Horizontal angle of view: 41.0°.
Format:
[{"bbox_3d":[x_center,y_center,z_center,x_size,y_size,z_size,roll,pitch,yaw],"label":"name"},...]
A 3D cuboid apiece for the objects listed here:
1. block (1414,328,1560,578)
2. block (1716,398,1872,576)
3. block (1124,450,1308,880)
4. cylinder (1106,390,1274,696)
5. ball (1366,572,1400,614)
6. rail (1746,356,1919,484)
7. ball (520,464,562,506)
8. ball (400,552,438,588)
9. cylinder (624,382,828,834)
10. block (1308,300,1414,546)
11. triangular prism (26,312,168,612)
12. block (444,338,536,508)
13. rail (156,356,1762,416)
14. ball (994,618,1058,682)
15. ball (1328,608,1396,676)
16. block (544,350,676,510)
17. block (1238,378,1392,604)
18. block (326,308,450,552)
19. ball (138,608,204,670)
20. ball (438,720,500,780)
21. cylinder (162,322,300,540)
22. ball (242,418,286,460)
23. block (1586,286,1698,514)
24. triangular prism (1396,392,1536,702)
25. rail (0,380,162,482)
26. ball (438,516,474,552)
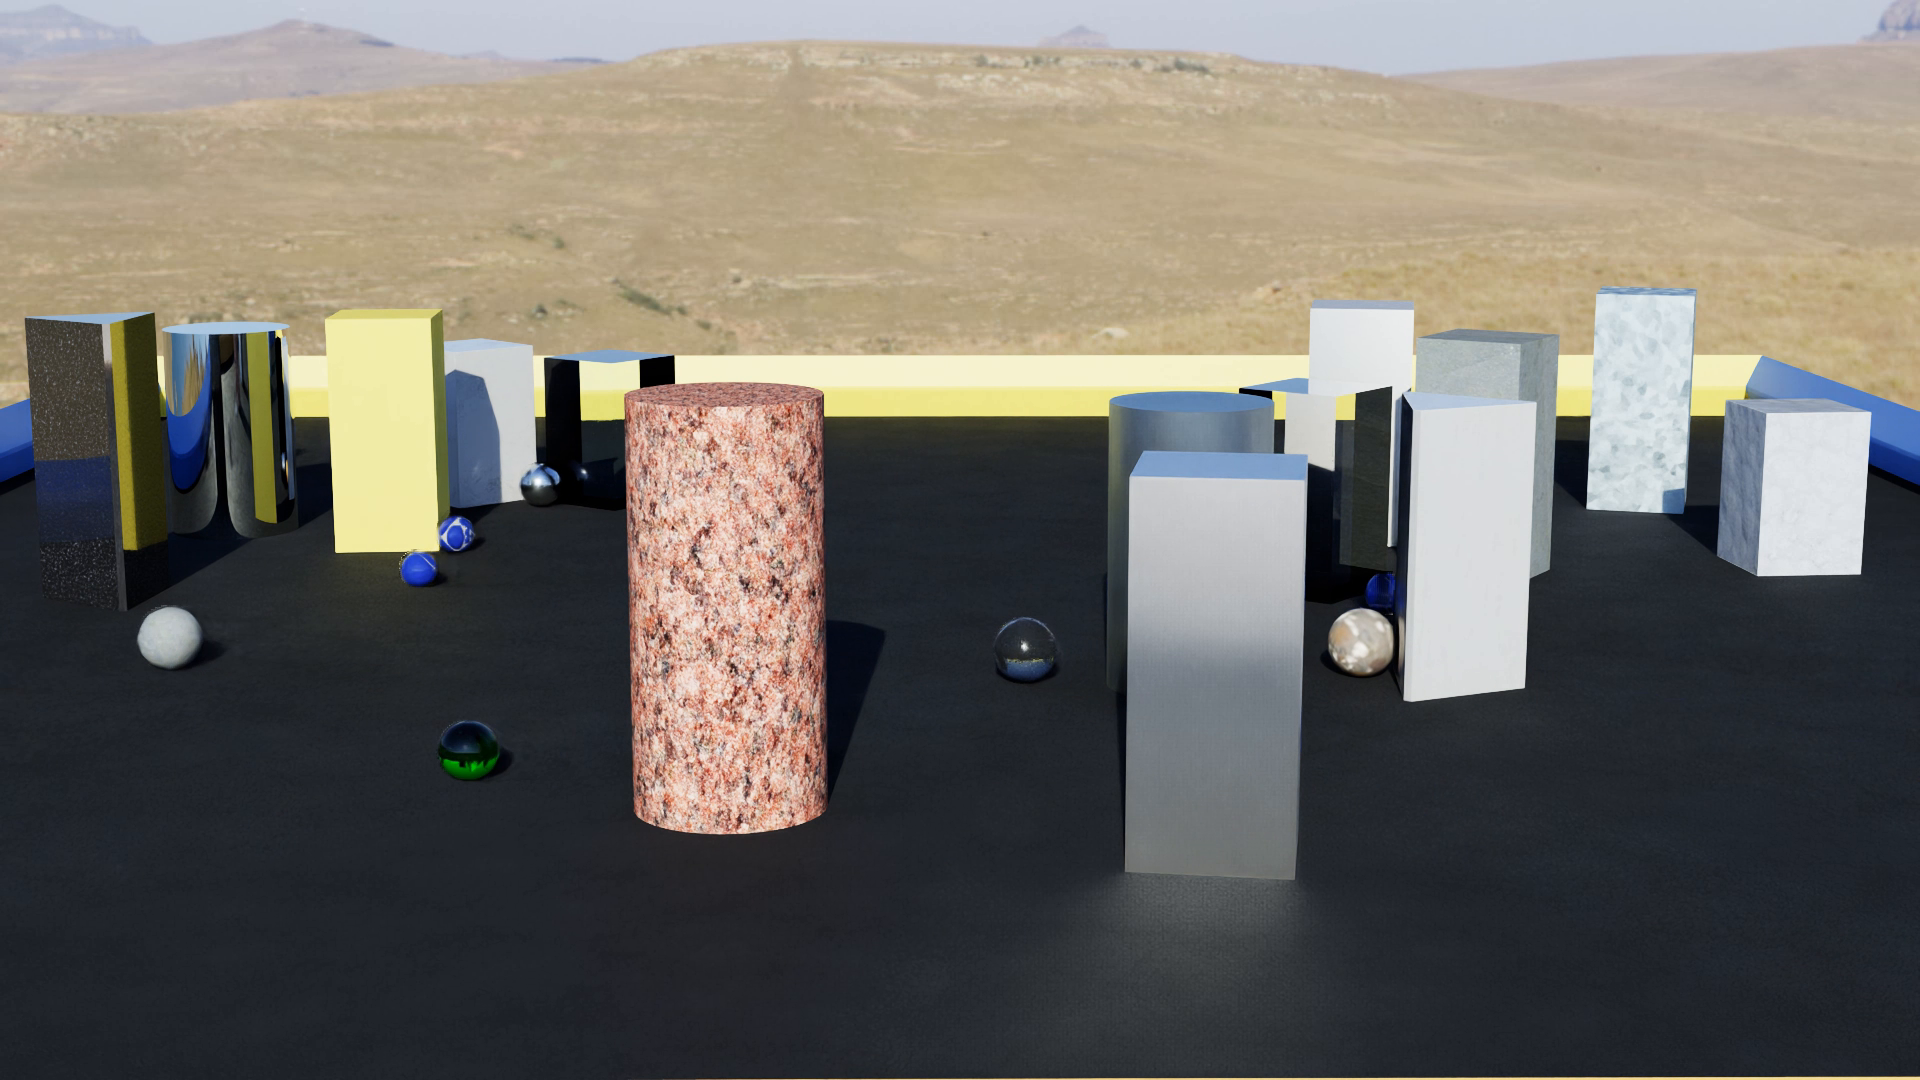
[{"bbox_3d":[0.753,-0.122,3.685,0.154,0.343,0.154,7,12,32],"label":"block"},{"bbox_3d":[1.217,-0.079,3.752,0.154,0.236,0.154,-1,11,-5],"label":"block"},{"bbox_3d":[0.238,0.111,2.371,0.154,0.365,0.154,2,11,8],"label":"block"},{"bbox_3d":[0.270,0.005,3.021,0.192,0.338,0.192,0,11,0],"label":"cylinder"},{"bbox_3d":[0.570,0.072,3.431,0.056,0.056,0.056,0,11,0],"label":"ball"},{"bbox_3d":[1.661,0.030,3.459,0.045,0.125,3.871,0,11,0],"label":"rail"},{"bbox_3d":[-0.698,-0.091,4.269,0.070,0.070,0.070,0,11,0],"label":"ball"},{"bbox_3d":[-0.760,0.042,3.606,0.051,0.051,0.051,0,11,0],"label":"ball"},{"bbox_3d":[-0.227,0.062,2.512,0.192,0.412,0.192,0,11,0],"label":"cylinder"},{"bbox_3d":[0.618,-0.183,3.966,0.154,0.361,0.154,2,11,9],"label":"block"},{"bbox_3d":[-1.155,-0.114,3.522,0.167,0.387,0.144,7,13,33],"label":"triangular prism"},{"bbox_3d":[-0.826,-0.200,4.333,0.154,0.259,0.154,-10,14,-43],"label":"block"},{"bbox_3d":[-0.011,-0.317,5.329,3.369,0.125,0.045,0,11,0],"label":"rail"},{"bbox_3d":[0.078,0.131,3.056,0.076,0.076,0.076,0,11,0],"label":"ball"},{"bbox_3d":[0.483,0.123,3.081,0.083,0.083,0.083,0,11,0],"label":"ball"},{"bbox_3d":[-0.586,-0.187,4.310,0.154,0.244,0.154,8,13,35],"label":"block"},{"bbox_3d":[0.493,-0.072,3.576,0.154,0.285,0.154,8,13,38],"label":"block"},{"bbox_3d":[-0.871,-0.169,3.918,0.154,0.352,0.154,-1,11,-4],"label":"block"},{"bbox_3d":[-0.960,0.120,3.119,0.076,0.076,0.076,0,11,0],"label":"ball"},{"bbox_3d":[-0.505,0.216,2.637,0.062,0.062,0.062,0,11,0],"label":"ball"},{"bbox_3d":[-1.146,-0.174,4.034,0.192,0.319,0.192,0,11,0],"label":"cylinder"},{"bbox_3d":[-1.290,-0.186,4.757,0.077,0.077,0.077,0,11,0],"label":"ball"},{"bbox_3d":[1.133,-0.235,4.262,0.154,0.356,0.154,3,11,17],"label":"block"},{"bbox_3d":[0.563,0.002,3.034,0.167,0.339,0.144,-5,12,-24],"label":"triangular prism"},{"bbox_3d":[-1.661,0.034,3.440,0.045,0.125,3.871,0,11,0],"label":"rail"},{"bbox_3d":[-0.760,-0.009,3.869,0.055,0.055,0.055,0,11,0],"label":"ball"}]
